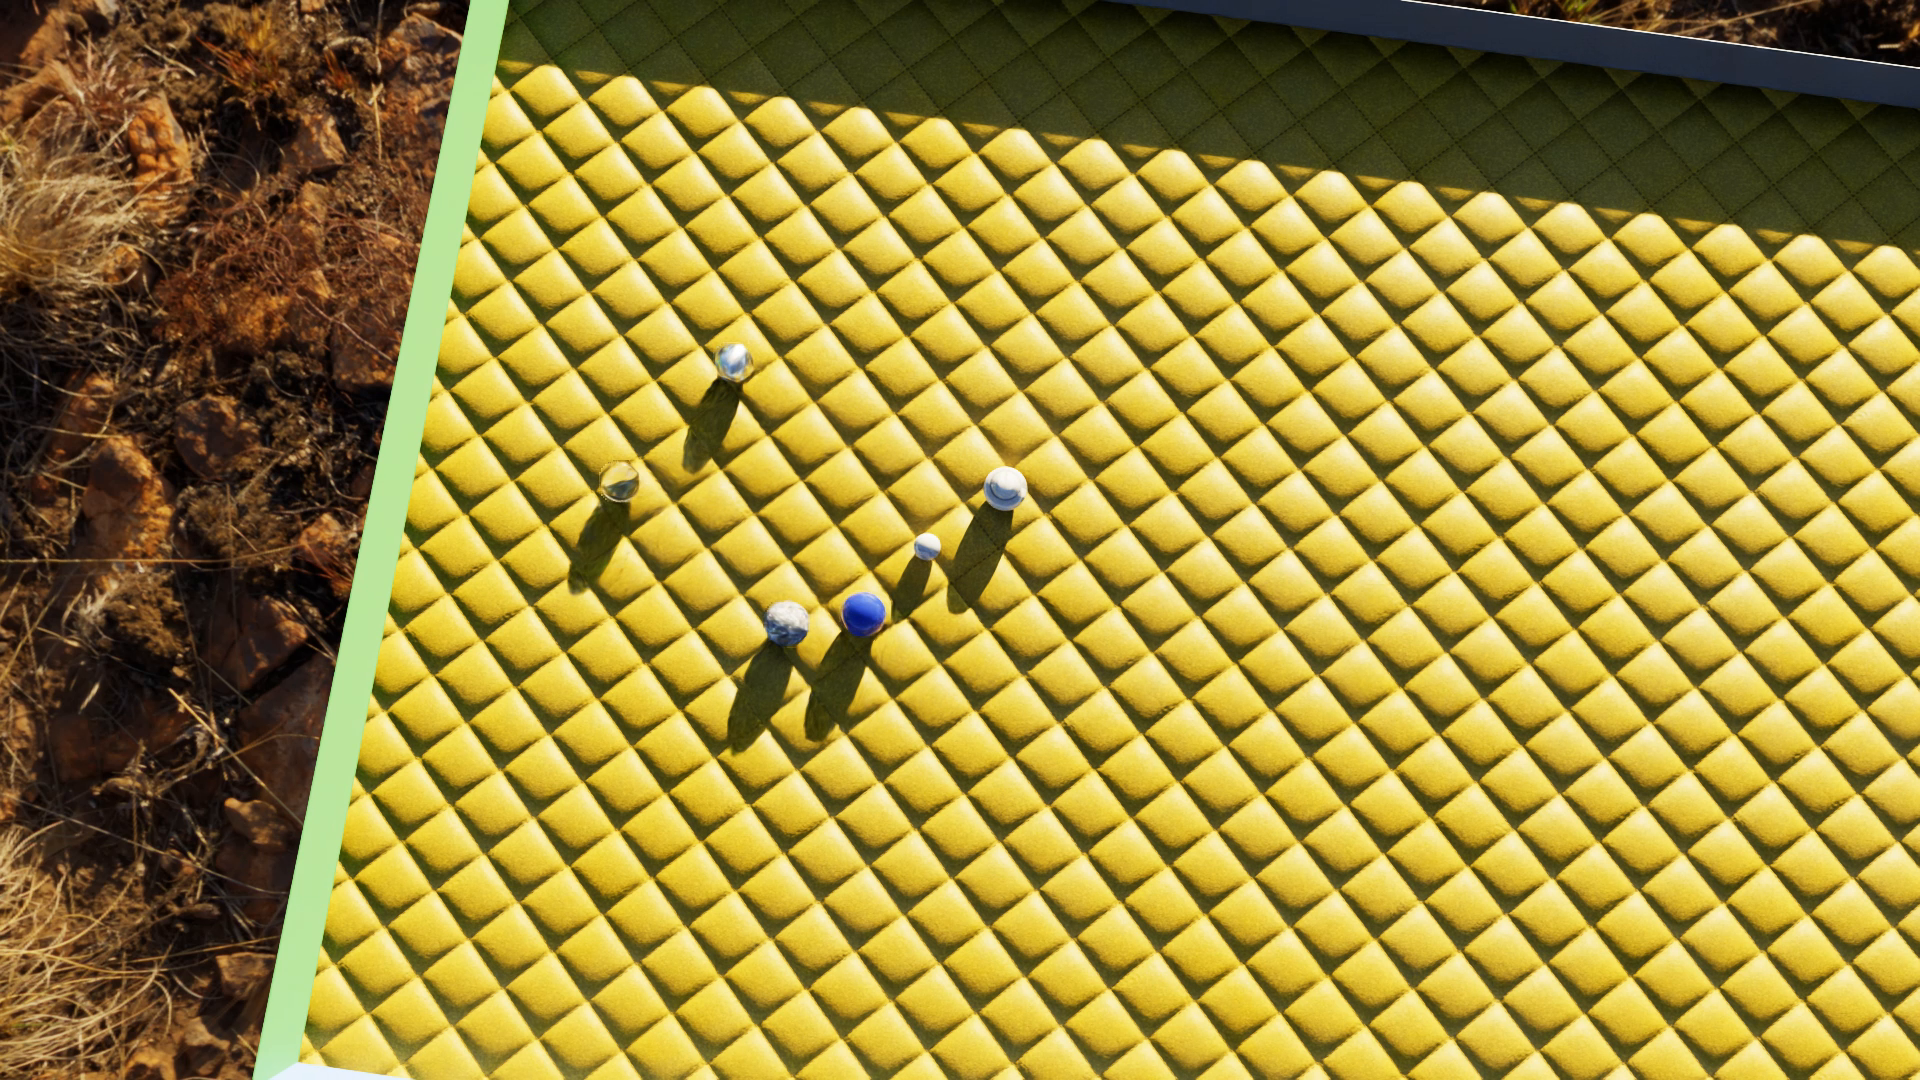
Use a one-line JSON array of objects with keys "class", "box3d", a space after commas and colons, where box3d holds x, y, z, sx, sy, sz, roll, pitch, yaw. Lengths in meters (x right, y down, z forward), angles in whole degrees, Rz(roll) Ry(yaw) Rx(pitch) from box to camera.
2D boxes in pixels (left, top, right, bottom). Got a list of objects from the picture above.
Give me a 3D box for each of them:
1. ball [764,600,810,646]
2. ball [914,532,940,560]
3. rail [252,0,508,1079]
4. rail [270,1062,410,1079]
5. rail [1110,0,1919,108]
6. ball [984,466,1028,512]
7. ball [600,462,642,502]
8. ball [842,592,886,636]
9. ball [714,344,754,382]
[{"class": "ball", "box3d": [-0.258, 0.125, 3.278, 0.069, 0.069, 0.069, 0, 78, 0]}, {"class": "ball", "box3d": [-0.050, 0.010, 3.316, 0.042, 0.042, 0.042, 0, 78, 0]}, {"class": "rail", "box3d": [-0.841, -0.121, 3.318, 0.045, 0.089, 1.873, 8, 78, 2]}, {"class": "rail", "box3d": [0.736, 1.003, 3.084, 3.495, 0.089, 0.045, 8, 78, 2]}, {"class": "rail", "box3d": [0.994, -0.767, 3.452, 3.495, 0.089, 0.045, 8, 78, 2]}, {"class": "ball", "box3d": [0.068, -0.077, 3.320, 0.067, 0.067, 0.067, 0, 78, 0]}, {"class": "ball", "box3d": [-0.513, -0.087, 3.326, 0.061, 0.061, 0.061, 0, 78, 0]}, {"class": "ball", "box3d": [-0.144, 0.111, 3.281, 0.067, 0.067, 0.067, 0, 78, 0]}, {"class": "ball", "box3d": [-0.346, -0.271, 3.364, 0.060, 0.060, 0.060, 0, 78, 0]}]
